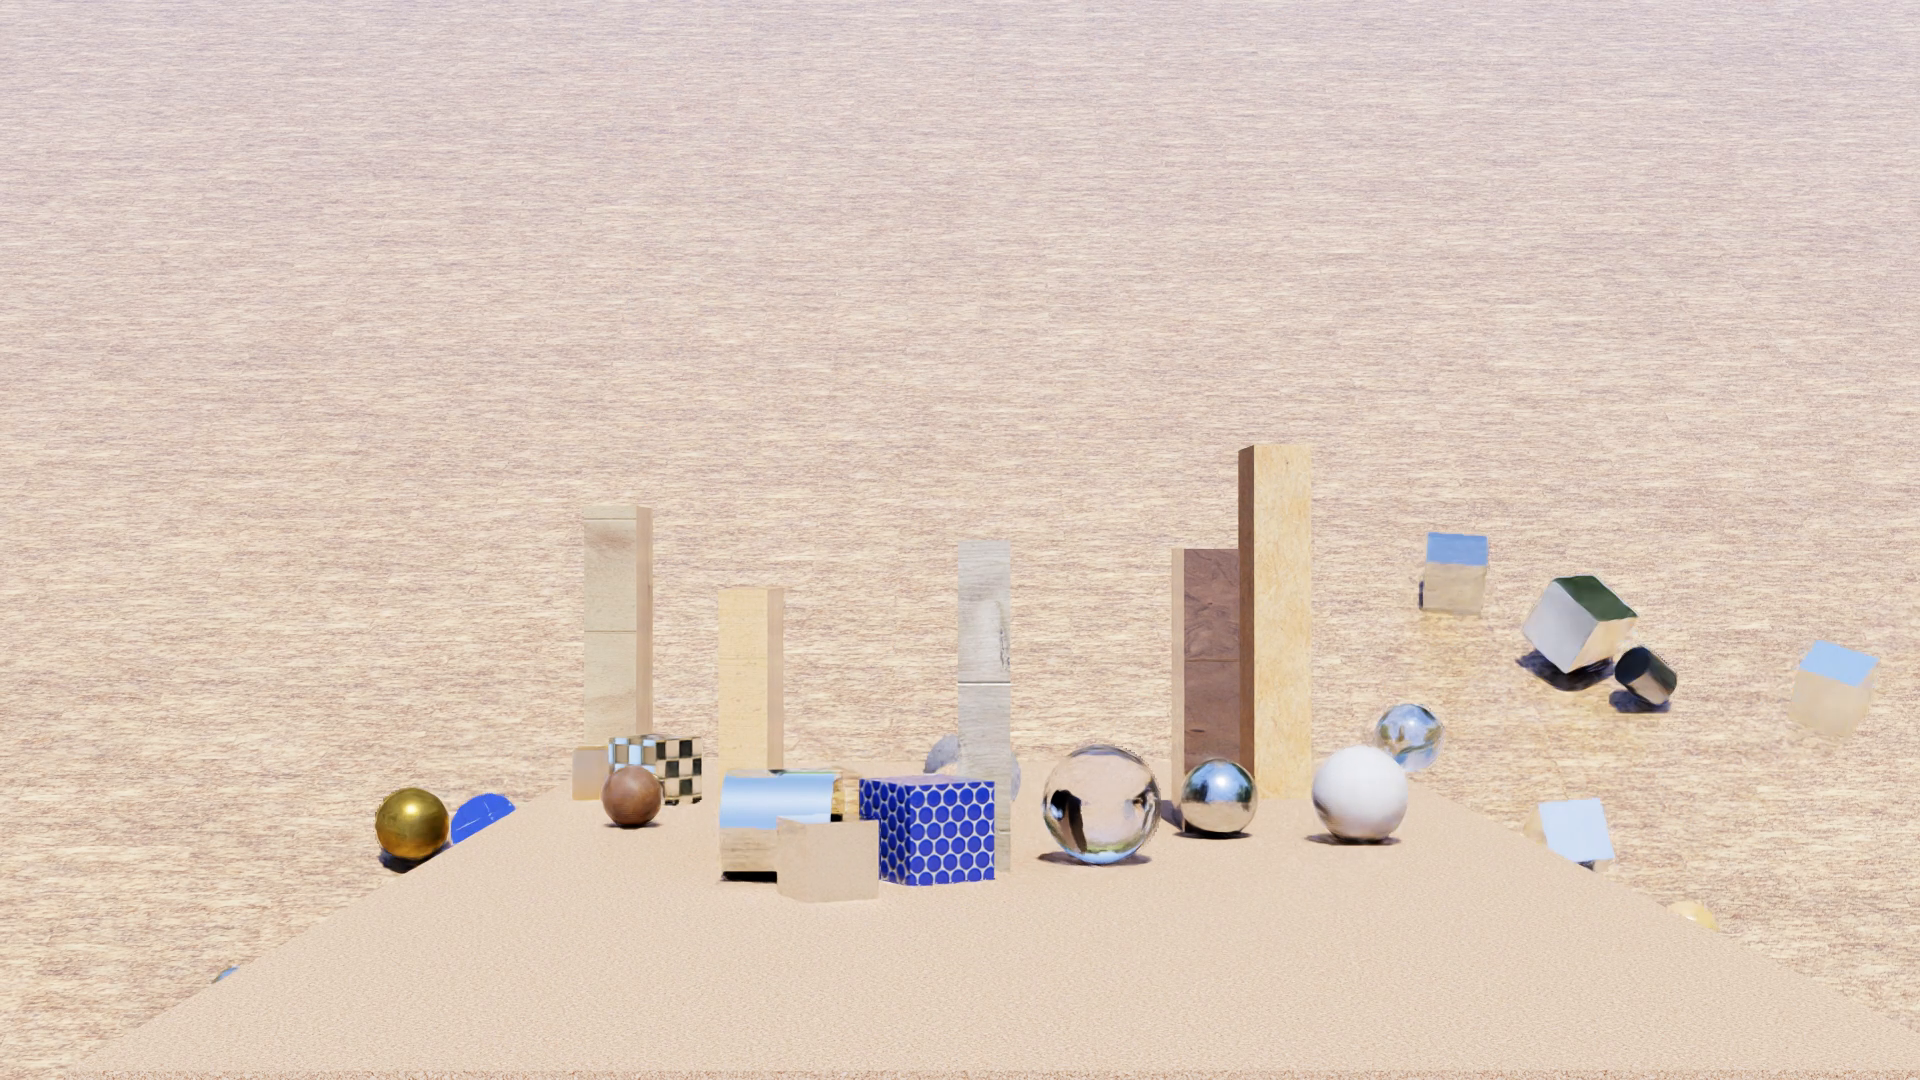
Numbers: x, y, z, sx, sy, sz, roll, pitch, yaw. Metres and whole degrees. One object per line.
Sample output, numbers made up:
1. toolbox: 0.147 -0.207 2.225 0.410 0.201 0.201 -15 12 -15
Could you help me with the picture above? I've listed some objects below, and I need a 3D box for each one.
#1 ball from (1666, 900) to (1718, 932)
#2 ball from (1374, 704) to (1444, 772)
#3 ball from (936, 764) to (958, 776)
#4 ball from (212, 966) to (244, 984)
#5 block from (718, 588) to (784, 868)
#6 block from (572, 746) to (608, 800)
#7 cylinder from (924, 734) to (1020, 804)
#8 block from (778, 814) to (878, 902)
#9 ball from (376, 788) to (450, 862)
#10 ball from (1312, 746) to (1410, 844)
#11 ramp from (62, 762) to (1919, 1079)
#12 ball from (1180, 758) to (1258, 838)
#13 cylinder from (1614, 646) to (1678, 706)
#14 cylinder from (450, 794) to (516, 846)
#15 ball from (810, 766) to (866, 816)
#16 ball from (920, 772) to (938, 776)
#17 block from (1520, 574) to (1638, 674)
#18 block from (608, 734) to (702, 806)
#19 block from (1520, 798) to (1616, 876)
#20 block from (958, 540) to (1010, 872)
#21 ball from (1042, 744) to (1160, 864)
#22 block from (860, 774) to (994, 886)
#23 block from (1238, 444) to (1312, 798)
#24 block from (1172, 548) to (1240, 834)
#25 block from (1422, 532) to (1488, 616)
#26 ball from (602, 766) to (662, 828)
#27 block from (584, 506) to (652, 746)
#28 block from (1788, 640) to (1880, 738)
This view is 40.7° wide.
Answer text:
1. ball: 1.718 0.925 6.122 0.143 0.143 0.143 0 31 0
2. ball: 1.133 0.500 6.540 0.173 0.173 0.173 0 31 0
3. ball: -0.011 0.506 5.171 0.117 0.117 0.117 0 31 0
4. ball: -1.668 1.037 5.967 0.109 0.109 0.109 0 31 0
5. block: -0.371 0.324 4.624 0.083 0.475 0.407 0 0 0
6. block: -0.790 0.513 5.694 0.109 0.109 0.109 0 0 -2
7. cylinder: 0.024 0.484 5.325 0.163 0.163 0.163 -9 2 -15
8. block: -0.207 0.497 4.059 0.122 0.122 0.122 0 0 -25
9. ball: -1.363 0.709 6.448 0.180 0.180 0.180 0 31 0
10. ball: 0.742 0.472 4.798 0.180 0.180 0.180 0 31 0
11. ramp: 0.069 0.611 4.683 2.000 0.100 4.000 0 0 0
12. ball: 0.489 0.488 4.895 0.149 0.149 0.149 0 31 0
13. cylinder: 1.860 0.370 7.022 0.118 0.118 0.118 38 20 -25
14. cylinder: -1.141 0.738 6.351 0.170 0.170 0.170 -5 57 7
15. ball: -0.215 0.475 4.458 0.171 0.171 0.171 0 31 0
16. ball: -0.057 0.508 5.047 0.111 0.111 0.111 0 31 0
17. block: 1.708 0.232 7.144 0.187 0.187 0.187 -4 41 -41
18. block: -0.659 0.496 5.590 0.142 0.142 0.142 0 0 37
19. block: 1.491 0.742 6.356 0.158 0.158 0.158 -4 63 -7
20. block: 0.041 0.281 4.543 0.089 0.559 0.371 0 0 0
21. ball: 0.244 0.458 4.491 0.205 0.205 0.205 0 31 0
22. block: -0.055 0.478 4.287 0.162 0.162 0.162 0 0 -32
23. block: 0.708 0.180 5.840 0.125 0.776 0.327 0 0 0
24. block: 0.484 0.290 5.118 0.107 0.547 0.294 0 0 0
25. block: 1.428 0.098 7.477 0.169 0.169 0.169 5 31 9
26. ball: -0.644 0.504 5.090 0.120 0.120 0.120 0 31 0
27. block: -0.777 0.247 5.907 0.116 0.643 0.312 0 0 0
28. block: 2.353 0.401 6.977 0.165 0.165 0.165 20 36 29
